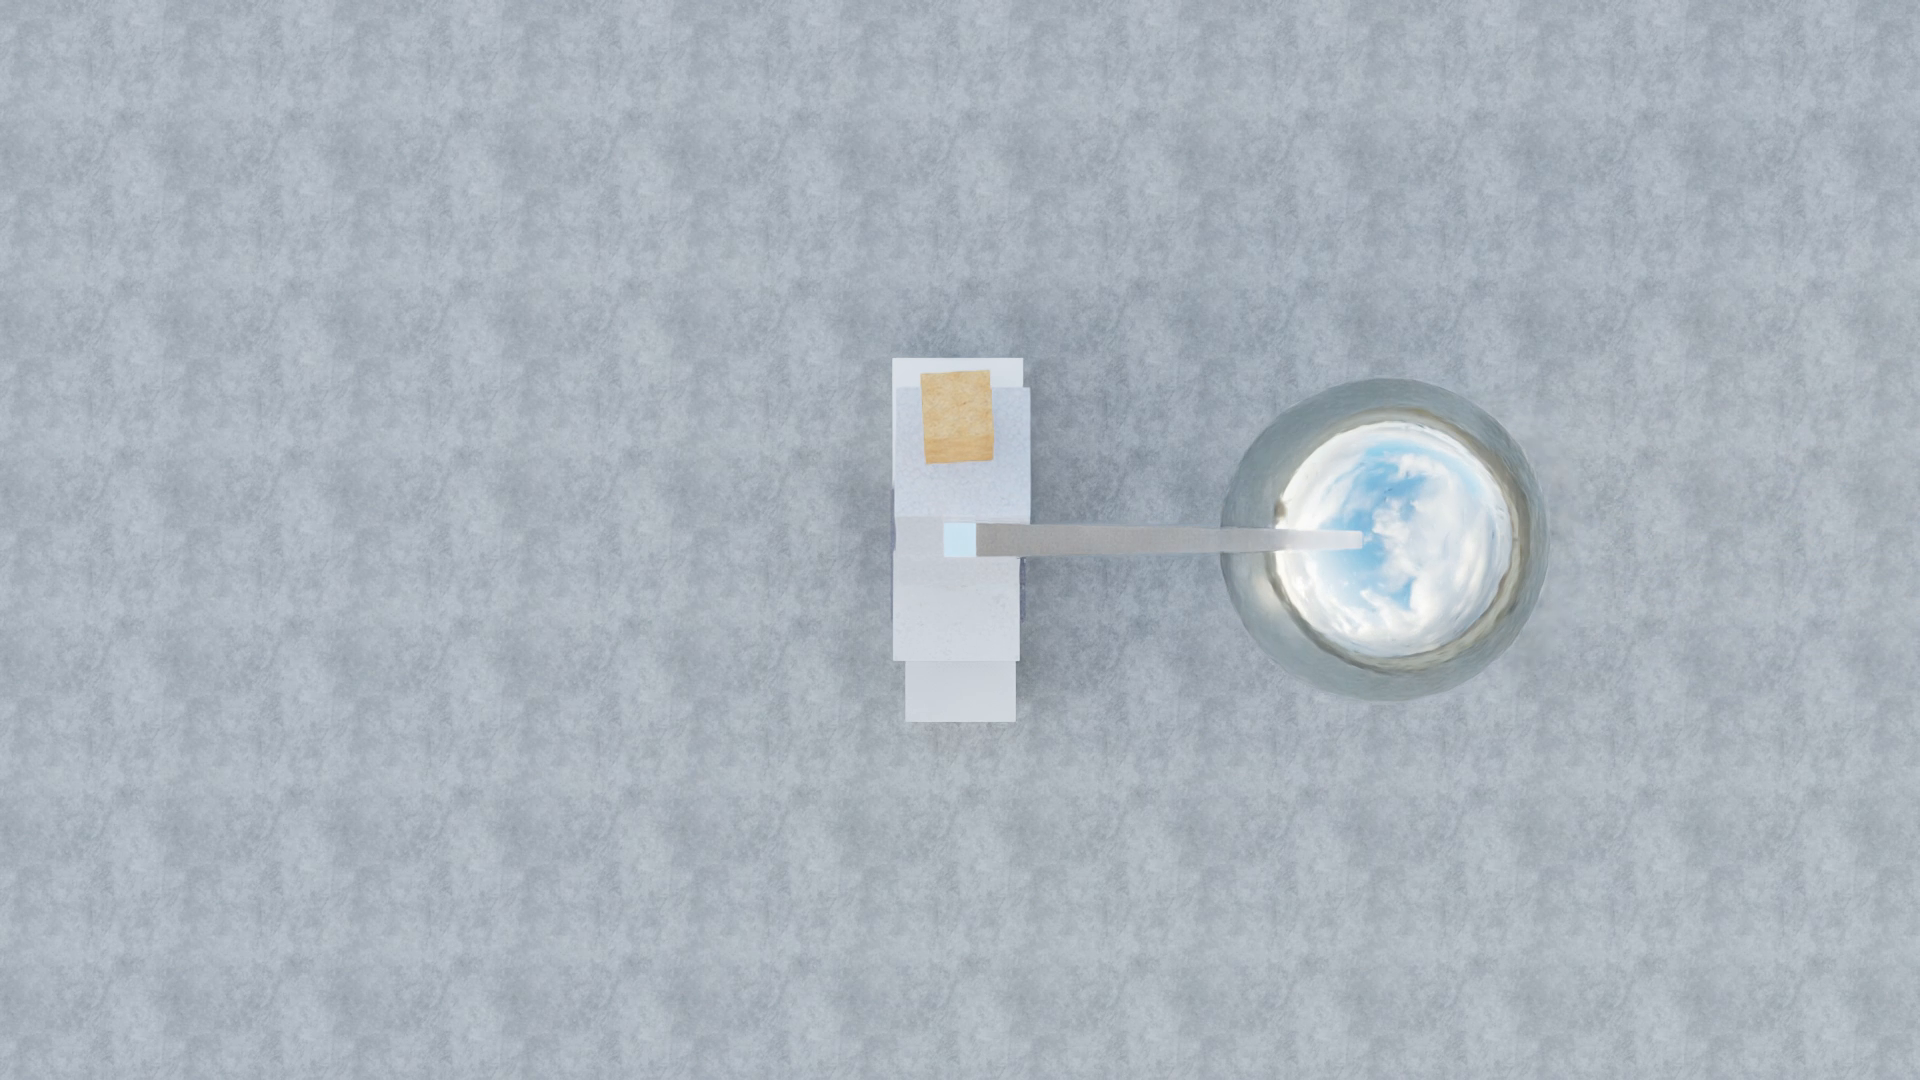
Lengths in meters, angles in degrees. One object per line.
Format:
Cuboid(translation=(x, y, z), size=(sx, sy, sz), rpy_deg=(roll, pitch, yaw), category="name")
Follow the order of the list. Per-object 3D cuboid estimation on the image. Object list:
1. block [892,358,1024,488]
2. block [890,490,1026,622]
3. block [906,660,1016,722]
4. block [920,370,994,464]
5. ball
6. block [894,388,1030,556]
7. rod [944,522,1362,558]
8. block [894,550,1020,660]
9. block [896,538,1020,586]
Cuboid(translation=(-0.013, -0.658, 12.692), size=(0.736, 0.615, 0.735), rpy_deg=(0, 90, 0), category="block")
Cuboid(translation=(-0.011, 0.089, 12.638), size=(0.754, 0.724, 0.741), rpy_deg=(0, 90, 0), category="block")
Cuboid(translation=(0.003, 0.748, 12.707), size=(0.622, 0.587, 0.556), rpy_deg=(0, 90, 0), category="block")
Cuboid(translation=(-0.013, -0.569, 10.215), size=(0.319, 0.372, 0.317), rpy_deg=(-3, 74, -1), category="block")
Cuboid(translation=(2.074, 0.000, 10.807), size=(1.600, 1.600, 1.600), rpy_deg=(0, 90, 0), category="ball")
Cuboid(translation=(0.014, -0.324, 10.695), size=(0.636, 0.686, 0.639), rpy_deg=(0, 74, 0), category="block")
Cuboid(translation=(0.899, 0.000, 7.617), size=(0.080, 5.200, 0.080), rpy_deg=(0, 90, 20), category="rod")
Cuboid(translation=(-0.019, 0.348, 11.950), size=(0.667, 0.652, 0.582), rpy_deg=(0, 90, 0), category="block")
Cuboid(translation=(-0.006, -0.140, 11.315), size=(0.621, 0.605, 0.619), rpy_deg=(0, 74, 0), category="block")
